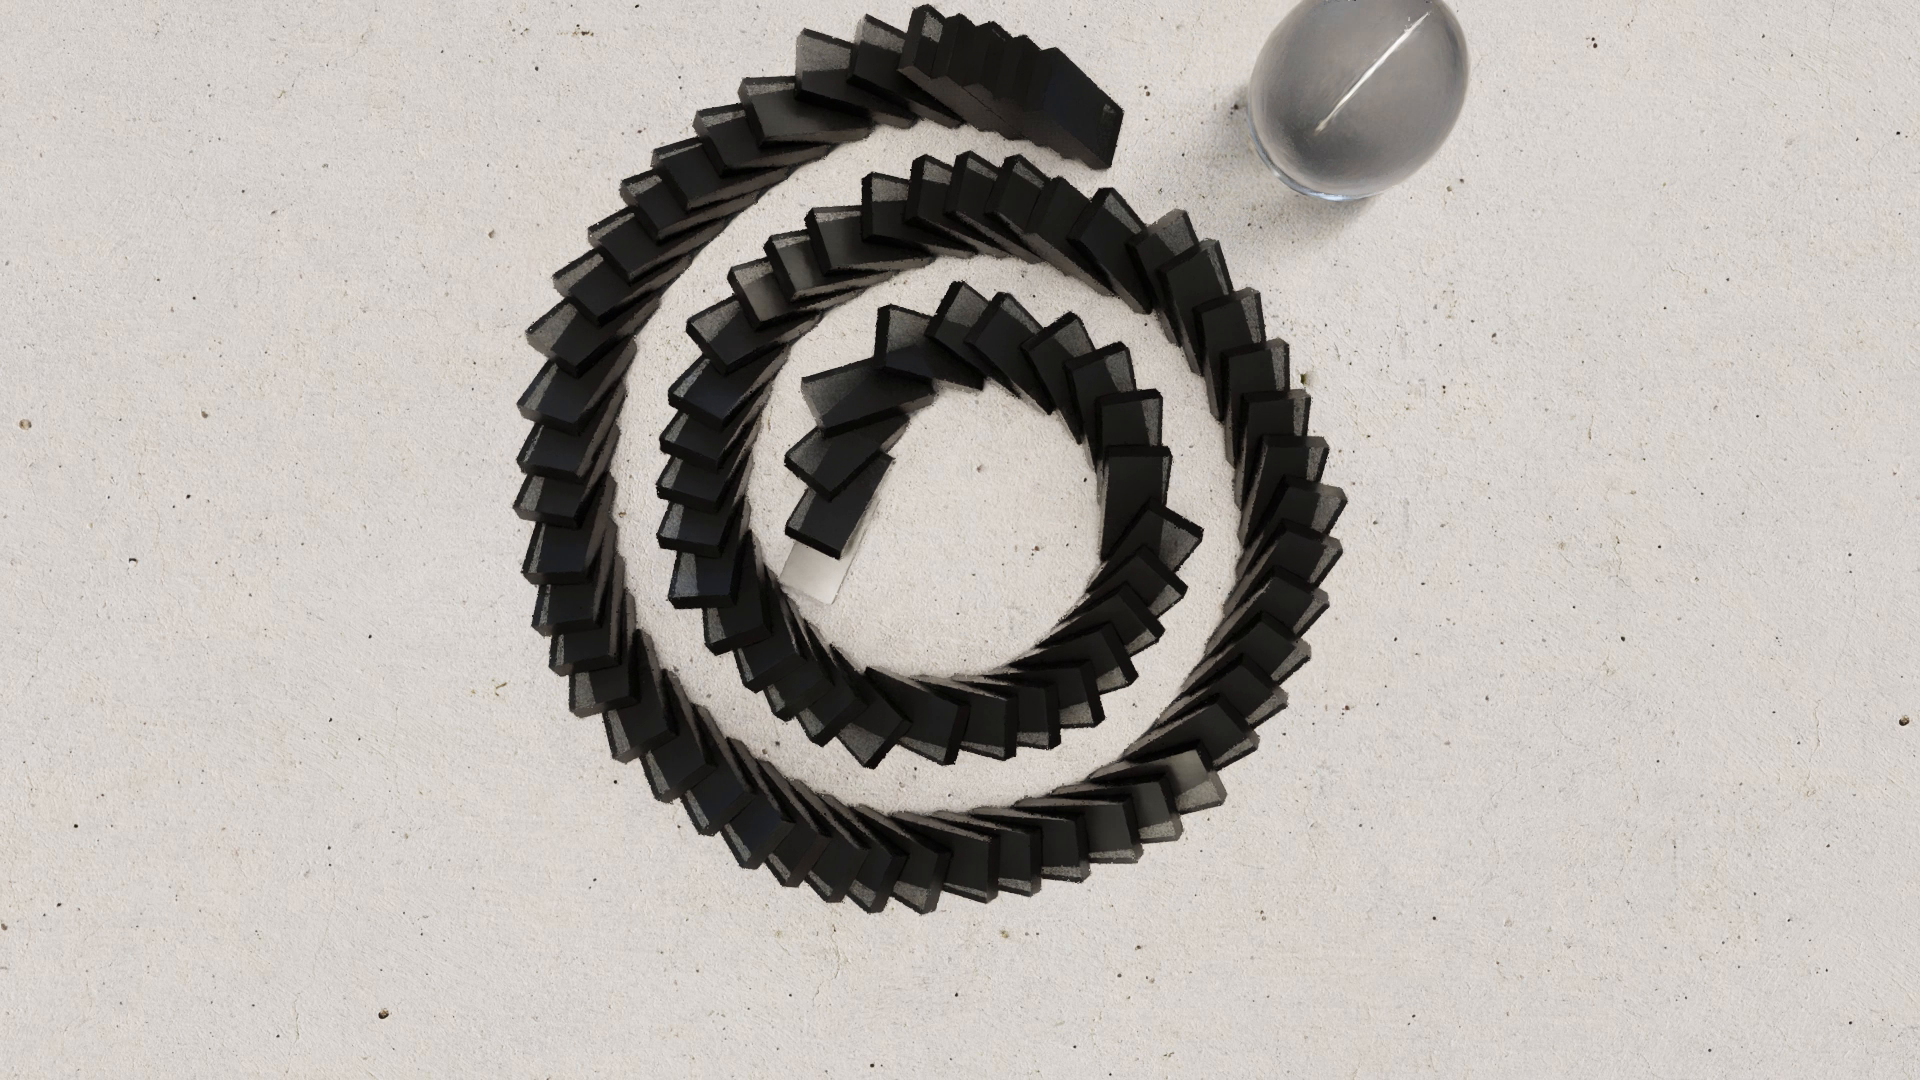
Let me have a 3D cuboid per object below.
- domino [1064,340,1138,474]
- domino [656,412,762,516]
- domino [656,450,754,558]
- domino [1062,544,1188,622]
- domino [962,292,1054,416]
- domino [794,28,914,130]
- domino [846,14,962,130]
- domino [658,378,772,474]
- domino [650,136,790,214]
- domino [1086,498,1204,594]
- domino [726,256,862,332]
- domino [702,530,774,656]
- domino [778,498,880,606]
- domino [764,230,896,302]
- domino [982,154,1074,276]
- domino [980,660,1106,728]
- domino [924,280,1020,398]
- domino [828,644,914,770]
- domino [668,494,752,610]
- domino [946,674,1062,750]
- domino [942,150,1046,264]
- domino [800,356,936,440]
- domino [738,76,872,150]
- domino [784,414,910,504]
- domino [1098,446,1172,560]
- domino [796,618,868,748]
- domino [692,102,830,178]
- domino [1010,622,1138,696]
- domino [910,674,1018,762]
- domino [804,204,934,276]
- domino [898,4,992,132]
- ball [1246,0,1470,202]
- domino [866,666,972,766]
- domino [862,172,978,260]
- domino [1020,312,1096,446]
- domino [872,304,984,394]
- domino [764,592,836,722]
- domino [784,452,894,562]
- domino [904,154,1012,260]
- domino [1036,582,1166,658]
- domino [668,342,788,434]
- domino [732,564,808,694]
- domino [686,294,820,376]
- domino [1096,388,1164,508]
[{"bbox_3d":[0.061,-0.055,0.381,0.025,0.010,0.050,-22,125,-4],"label":"domino"},{"bbox_3d":[-0.104,-0.036,0.382,0.025,0.009,0.050,17,56,0],"label":"domino"},{"bbox_3d":[-0.105,-0.017,0.382,0.025,0.010,0.050,10,56,0],"label":"domino"},{"bbox_3d":[0.068,0.027,0.381,0.025,0.010,0.050,43,127,0],"label":"domino"},{"bbox_3d":[0.027,-0.077,0.381,0.050,0.009,0.025,37,87,-35],"label":"domino"},{"bbox_3d":[-0.043,-0.192,0.384,0.050,0.009,0.025,2,89,-29],"label":"domino"},{"bbox_3d":[-0.021,-0.196,0.384,0.050,0.010,0.025,11,90,-28],"label":"domino"},{"bbox_3d":[-0.101,-0.053,0.382,0.025,0.009,0.050,22,56,2],"label":"domino"},{"bbox_3d":[-0.100,-0.156,0.382,0.050,0.009,0.025,-35,88,-31],"label":"domino"},{"bbox_3d":[0.076,0.009,0.381,0.025,0.009,0.050,30,126,-2],"label":"domino"},{"bbox_3d":[-0.069,-0.108,0.384,0.050,0.009,0.025,-28,90,-29],"label":"domino"},{"bbox_3d":[-0.094,0.021,0.381,0.025,0.009,0.050,-19,53,3],"label":"domino"},{"bbox_3d":[-0.056,0.000,0.395,0.025,0.010,0.050,24,90,0],"label":"domino"},{"bbox_3d":[-0.054,-0.117,0.382,0.050,0.010,0.025,-24,88,-34],"label":"domino"},{"bbox_3d":[0.035,-0.134,0.381,0.050,0.009,0.025,24,85,-36],"label":"domino"},{"bbox_3d":[0.034,0.065,0.380,0.050,0.010,0.025,-11,95,38],"label":"domino"},{"bbox_3d":[0.011,-0.083,0.382,0.050,0.009,0.025,29,90,-35],"label":"domino"},{"bbox_3d":[-0.045,0.069,0.383,0.050,0.010,0.025,40,90,31],"label":"domino"},{"bbox_3d":[-0.103,0.004,0.381,0.025,0.010,0.050,-3,55,4],"label":"domino"},{"bbox_3d":[0.017,0.071,0.380,0.050,0.009,0.025,-1,96,37],"label":"domino"},{"bbox_3d":[0.018,-0.137,0.380,0.050,0.009,0.025,16,85,-37],"label":"domino"},{"bbox_3d":[-0.038,-0.062,0.384,0.050,0.010,0.025,-21,73,-21],"label":"domino"},{"bbox_3d":[-0.064,-0.180,0.383,0.050,0.010,0.025,-21,90,-30],"label":"domino"},{"bbox_3d":[-0.047,-0.041,0.383,0.025,0.009,0.050,39,63,8],"label":"domino"},{"bbox_3d":[0.072,-0.015,0.383,0.025,0.010,0.050,0,123,0],"label":"domino"},{"bbox_3d":[-0.061,0.058,0.380,0.025,0.010,0.050,-42,51,1],"label":"domino"},{"bbox_3d":[-0.082,-0.169,0.383,0.050,0.010,0.025,-27,89,-31],"label":"domino"},{"bbox_3d":[0.046,0.054,0.380,0.050,0.009,0.025,-27,92,40],"label":"domino"},{"bbox_3d":[0.000,0.073,0.380,0.050,0.009,0.025,6,97,36],"label":"domino"},{"bbox_3d":[-0.037,-0.126,0.382,0.050,0.009,0.025,-17,87,-34],"label":"domino"},{"bbox_3d":[-0.002,-0.194,0.379,0.010,0.050,0.025,14,90,44],"label":"domino"},{"bbox_3d":[0.155,-0.176,0.360,0.080,0.080,0.080,0,90,0],"label":"ball"},{"bbox_3d":[-0.021,0.072,0.381,0.050,0.010,0.025,17,93,35],"label":"domino"},{"bbox_3d":[-0.016,-0.135,0.383,0.050,0.010,0.025,-1,90,-33],"label":"domino"},{"bbox_3d":[0.048,-0.067,0.382,0.025,0.010,0.050,-35,124,0],"label":"domino"},{"bbox_3d":[-0.012,-0.079,0.380,0.050,0.010,0.025,7,86,-38],"label":"domino"},{"bbox_3d":[-0.073,0.048,0.380,0.025,0.010,0.050,-36,51,2],"label":"domino"},{"bbox_3d":[-0.050,-0.019,0.382,0.025,0.010,0.050,26,62,1],"label":"domino"},{"bbox_3d":[0.002,-0.138,0.381,0.050,0.009,0.025,9,88,-37],"label":"domino"},{"bbox_3d":[0.058,0.041,0.380,0.025,0.010,0.050,50,131,-1],"label":"domino"},{"bbox_3d":[-0.096,-0.069,0.381,0.025,0.009,0.050,28,57,4],"label":"domino"},{"bbox_3d":[-0.083,0.036,0.380,0.025,0.010,0.050,-32,51,3],"label":"domino"},{"bbox_3d":[-0.086,-0.091,0.383,0.050,0.009,0.025,-39,87,-30],"label":"domino"},{"bbox_3d":[0.070,-0.037,0.382,0.025,0.009,0.050,-9,123,-4],"label":"domino"}]
